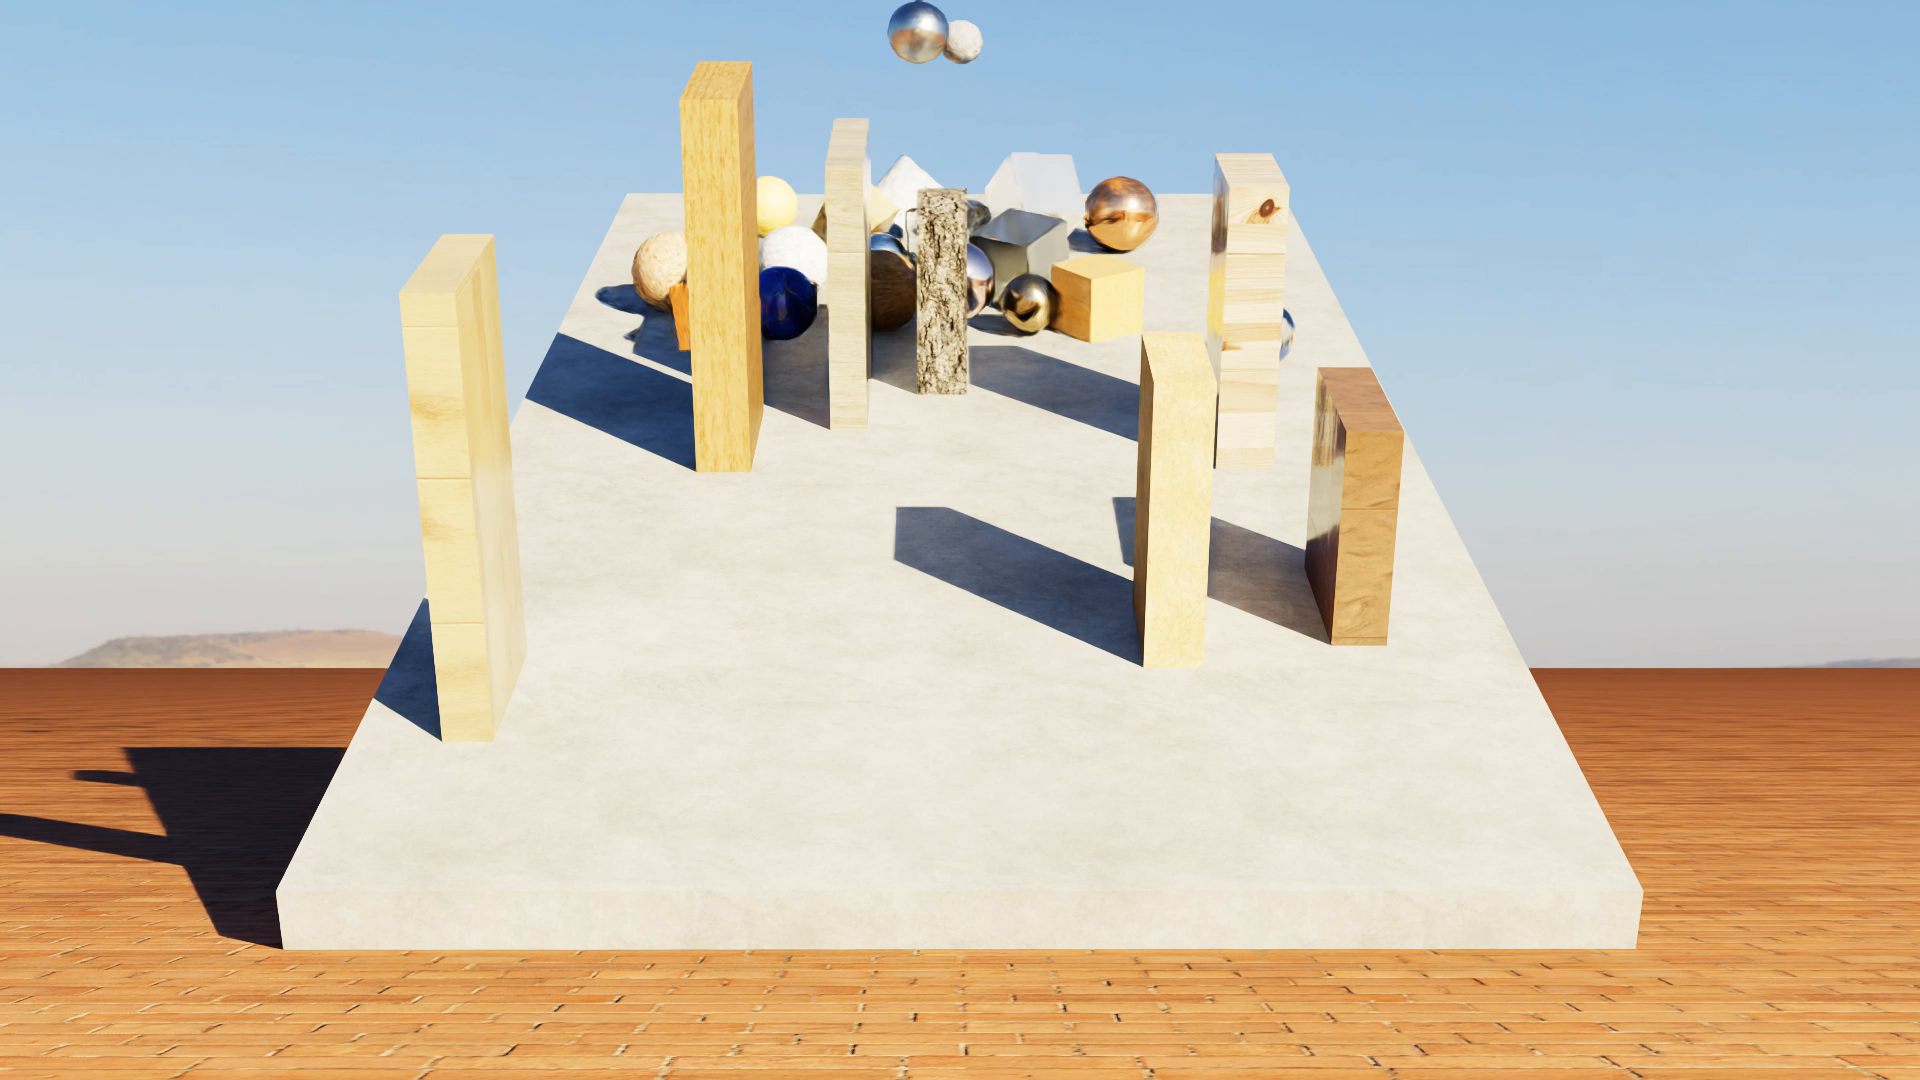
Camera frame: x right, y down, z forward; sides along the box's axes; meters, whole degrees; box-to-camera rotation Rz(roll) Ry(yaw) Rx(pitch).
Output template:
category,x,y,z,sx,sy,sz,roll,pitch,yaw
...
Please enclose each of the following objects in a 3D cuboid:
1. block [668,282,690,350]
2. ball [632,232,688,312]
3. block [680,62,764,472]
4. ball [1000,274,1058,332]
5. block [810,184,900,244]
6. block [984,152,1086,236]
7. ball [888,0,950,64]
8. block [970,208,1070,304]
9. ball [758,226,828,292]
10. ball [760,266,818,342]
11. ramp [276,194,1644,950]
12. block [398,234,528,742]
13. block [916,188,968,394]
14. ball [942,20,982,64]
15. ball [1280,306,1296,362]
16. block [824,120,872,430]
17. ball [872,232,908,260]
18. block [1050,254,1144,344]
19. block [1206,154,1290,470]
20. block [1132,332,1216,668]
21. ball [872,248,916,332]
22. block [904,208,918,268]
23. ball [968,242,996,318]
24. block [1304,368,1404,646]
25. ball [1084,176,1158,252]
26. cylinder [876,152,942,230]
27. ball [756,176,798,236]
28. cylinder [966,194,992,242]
category,x,y,z,sx,sy,sz,roll,pitch,yaw
block,-0.590,-0.556,5.618,0.156,0.156,0.156,-5,11,19
ball,-0.736,-0.686,5.924,0.208,0.208,0.208,0,-3,0
block,-0.503,-0.585,4.938,0.115,0.797,0.378,0,23,0
ball,0.173,-0.590,5.761,0.145,0.145,0.145,0,-3,0
block,-0.284,-0.860,6.229,0.149,0.149,0.149,-44,-8,-43
block,0.205,-0.927,6.326,0.186,0.186,0.186,-2,-23,-24
ball,-0.115,-1.404,6.396,0.170,0.170,0.170,0,-3,0
block,0.157,-0.726,5.974,0.180,0.180,0.180,17,38,33
ball,-0.429,-0.710,5.934,0.195,0.195,0.195,0,-3,0
ball,-0.425,-0.561,5.480,0.178,0.178,0.178,0,-3,0
ramp,-0.007,-0.226,5.242,2.000,0.100,4.000,0,23,0
block,-0.809,-0.085,3.803,0.084,0.768,0.328,0,23,0
block,-0.042,-0.586,5.436,0.115,0.409,0.306,0,23,0
ball,0.003,-1.416,6.576,0.123,0.123,0.123,0,-3,0
ball,0.723,-0.495,5.542,0.162,0.162,0.162,0,-3,0
block,-0.248,-0.606,5.237,0.081,0.602,0.432,0,23,0
ball,-0.212,-0.737,6.118,0.152,0.152,0.152,0,-3,0
block,0.342,-0.606,5.796,0.165,0.165,0.165,-15,28,-32
block,0.608,-0.490,4.954,0.122,0.615,0.288,0,23,0
block,0.375,-0.073,4.084,0.105,0.529,0.274,0,23,0
ball,-0.200,-0.621,5.774,0.209,0.209,0.209,0,-3,0
block,-0.060,-0.804,6.182,0.156,0.156,0.156,-4,3,2
ball,-0.011,-0.637,5.688,0.197,0.197,0.197,0,-3,0
block,0.715,-0.066,4.223,0.100,0.409,0.344,0,23,0
ball,0.448,-0.909,6.452,0.208,0.208,0.208,0,-3,0
cylinder,-0.152,-0.978,6.523,0.160,0.160,0.160,40,7,-6
ball,-0.547,-0.952,6.597,0.170,0.170,0.170,0,-3,0
cylinder,0.026,-0.892,6.503,0.132,0.132,0.132,1,23,-24
